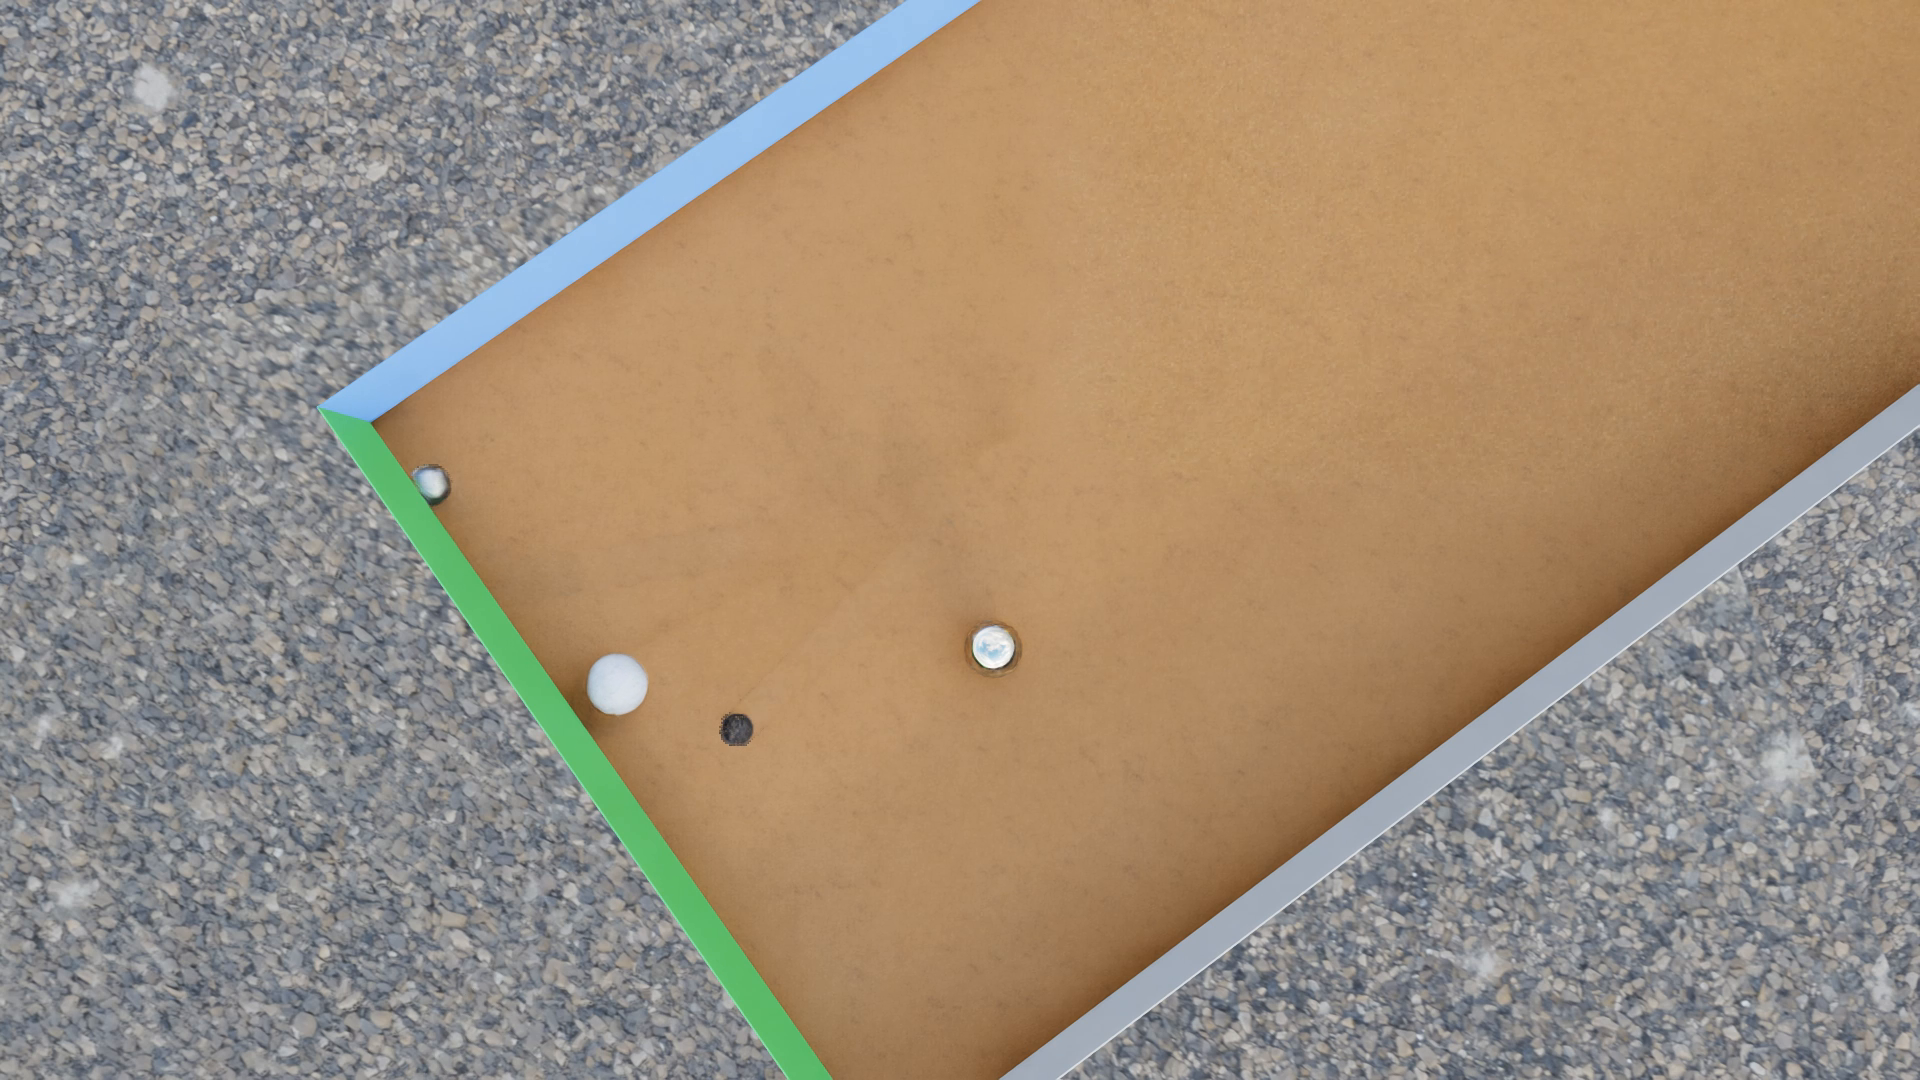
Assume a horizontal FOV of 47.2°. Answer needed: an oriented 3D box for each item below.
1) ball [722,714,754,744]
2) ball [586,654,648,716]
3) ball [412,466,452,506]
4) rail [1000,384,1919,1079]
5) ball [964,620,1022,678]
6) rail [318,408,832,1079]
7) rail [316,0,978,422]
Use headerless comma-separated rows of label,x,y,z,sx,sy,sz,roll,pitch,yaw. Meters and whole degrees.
ball,-0.329,0.279,3.247,0.046,0.046,0.046,0,80,0
ball,-0.505,0.213,3.237,0.090,0.090,0.090,0,80,0
ball,-0.795,-0.081,3.304,0.059,0.059,0.059,0,80,0
rail,0.934,0.159,3.232,2.619,0.117,0.045,-36,82,-6
ball,0.049,0.161,3.247,0.087,0.087,0.087,0,80,0
rail,-0.509,0.363,3.195,0.045,0.117,1.419,-36,82,-6
rail,0.122,-0.930,3.425,2.619,0.117,0.045,-36,82,-6
